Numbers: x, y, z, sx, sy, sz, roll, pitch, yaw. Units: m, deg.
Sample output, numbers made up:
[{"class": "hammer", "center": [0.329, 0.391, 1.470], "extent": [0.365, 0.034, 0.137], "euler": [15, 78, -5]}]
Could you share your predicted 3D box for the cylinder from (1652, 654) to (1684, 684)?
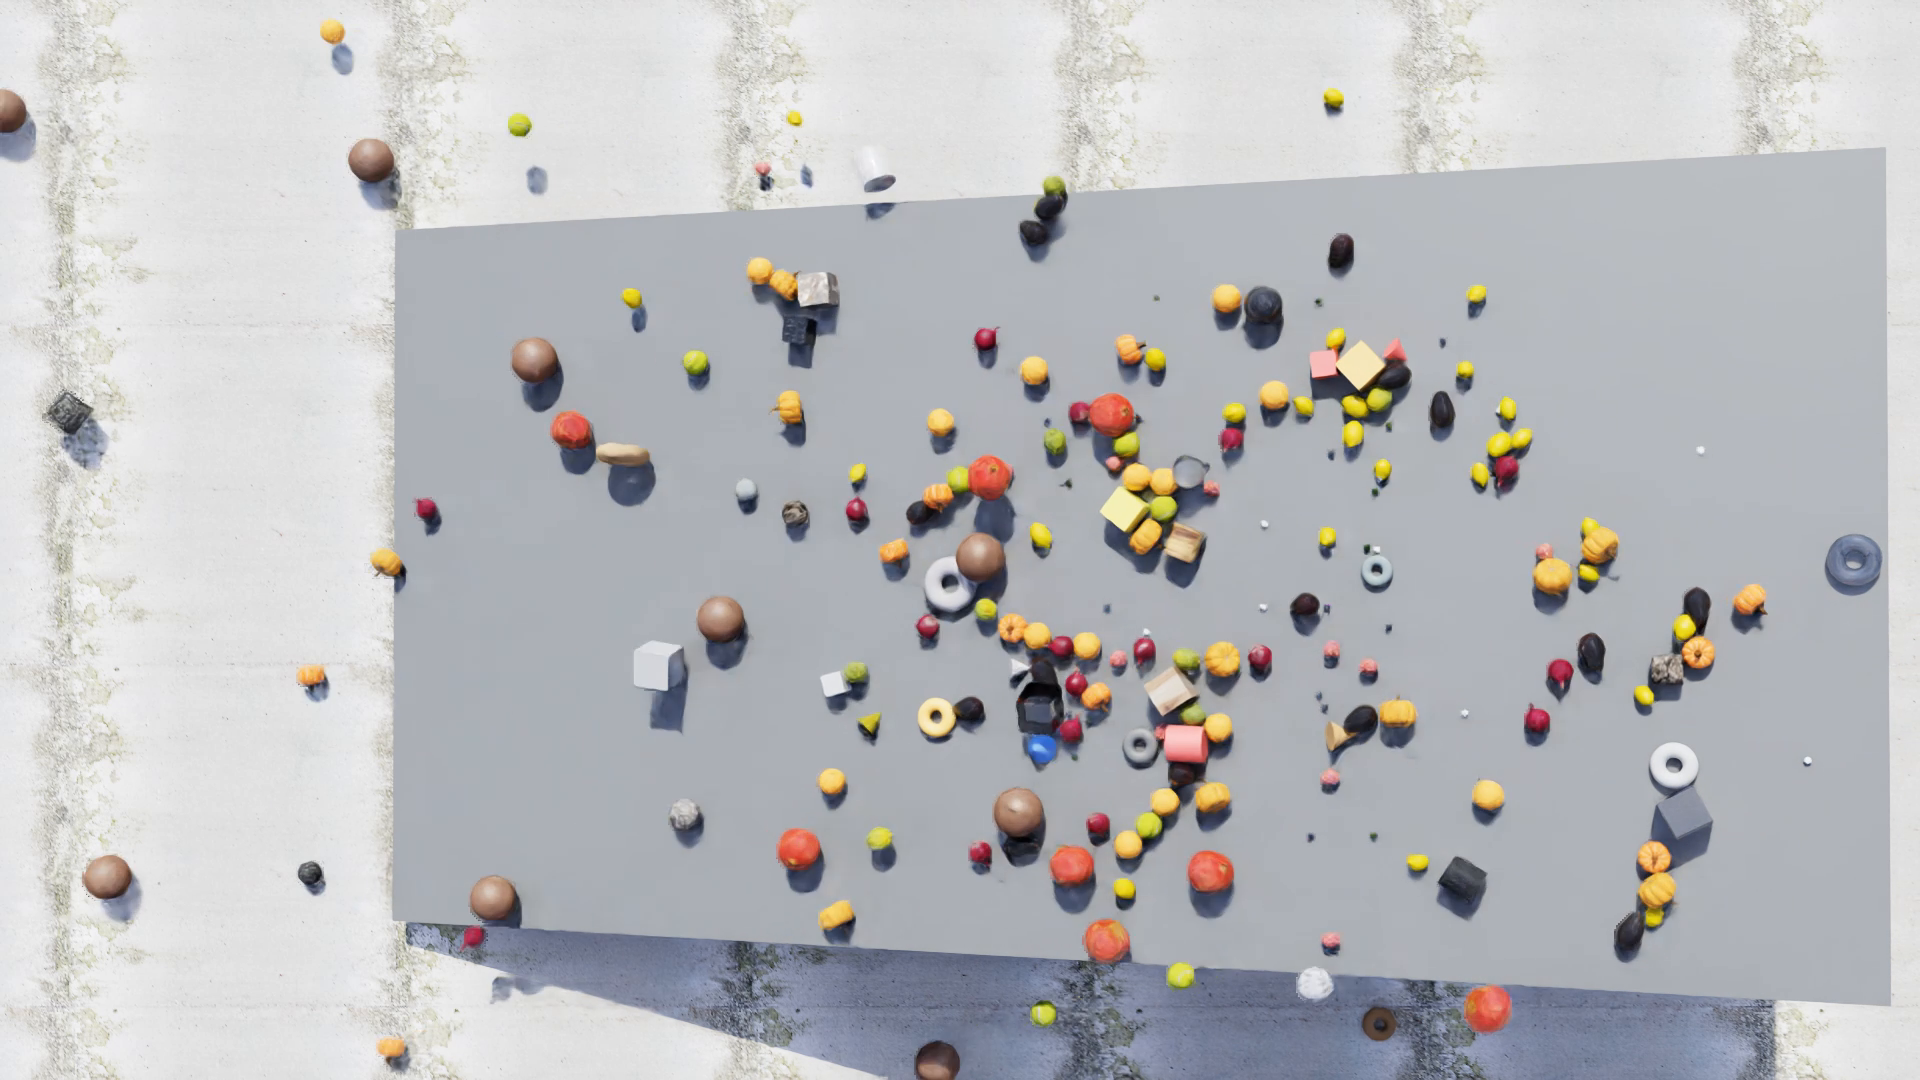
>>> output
[{"class": "cylinder", "center": [1.684, 0.309, 5.234], "extent": [0.070, 0.070, 0.070], "euler": [-2, 89, 18]}]

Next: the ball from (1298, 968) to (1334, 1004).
[{"class": "ball", "center": [0.886, 1.110, 5.482], "extent": [0.088, 0.088, 0.088], "euler": [0, 89, 0]}]

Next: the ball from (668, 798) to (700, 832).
[{"class": "ball", "center": [-0.754, 0.752, 6.019], "extent": [0.088, 0.088, 0.088], "euler": [0, 89, 0]}]

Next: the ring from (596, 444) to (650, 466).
[{"class": "ring", "center": [-0.928, -0.235, 6.056], "extent": [0.149, 0.149, 0.050], "euler": [4, 86, 0]}]

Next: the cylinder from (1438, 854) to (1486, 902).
[{"class": "cylinder", "center": [1.227, 0.826, 5.368], "extent": [0.087, 0.087, 0.087], "euler": [32, 89, 16]}]

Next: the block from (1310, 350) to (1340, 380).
[{"class": "block", "center": [0.914, -0.439, 5.501], "extent": [0.062, 0.062, 0.062], "euler": [-7, 87, 18]}]

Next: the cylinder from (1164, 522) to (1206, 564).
[{"class": "cylinder", "center": [0.571, 0.007, 5.596], "extent": [0.083, 0.083, 0.083], "euler": [20, 95, 0]}]

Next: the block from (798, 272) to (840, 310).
[{"class": "block", "center": [-0.380, -0.670, 5.918], "extent": [0.084, 0.084, 0.084], "euler": [-5, 88, 18]}]

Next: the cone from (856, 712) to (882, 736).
[{"class": "cone", "center": [-0.232, 0.481, 5.882], "extent": [0.066, 0.066, 0.066], "euler": [-41, 89, -14]}]

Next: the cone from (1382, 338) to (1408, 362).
[{"class": "cone", "center": [1.092, -0.461, 5.462], "extent": [0.058, 0.058, 0.058], "euler": [36, 89, -12]}]

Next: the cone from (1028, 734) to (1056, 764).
[{"class": "cone", "center": [0.203, 0.545, 5.714], "extent": [0.077, 0.077, 0.077], "euler": [0, 89, 18]}]

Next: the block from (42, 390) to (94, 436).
[{"class": "block", "center": [-2.588, -0.368, 6.380], "extent": [0.090, 0.090, 0.090], "euler": [39, 72, -24]}]

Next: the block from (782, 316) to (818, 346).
[{"class": "block", "center": [-0.434, -0.565, 5.943], "extent": [0.069, 0.069, 0.069], "euler": [6, 91, 18]}]

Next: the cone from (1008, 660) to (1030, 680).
[{"class": "cone", "center": [0.160, 0.338, 5.758], "extent": [0.055, 0.055, 0.055], "euler": [-5, 89, -16]}]

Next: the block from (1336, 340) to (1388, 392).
[{"class": "block", "center": [0.999, -0.431, 5.460], "extent": [0.087, 0.087, 0.087], "euler": [-44, 77, 13]}]

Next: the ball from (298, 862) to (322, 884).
[{"class": "ball", "center": [-1.897, 0.971, 6.415], "extent": [0.068, 0.068, 0.068], "euler": [0, 89, 0]}]

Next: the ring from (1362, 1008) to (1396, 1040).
[{"class": "ring", "center": [1.225, 1.415, 6.427], "extent": [0.098, 0.033, 0.098], "euler": [0, 90, 1]}]

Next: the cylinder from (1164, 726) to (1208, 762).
[{"class": "cylinder", "center": [0.576, 0.518, 5.583], "extent": [0.093, 0.093, 0.093], "euler": [1, 89, 18]}]

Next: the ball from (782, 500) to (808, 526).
[{"class": "ball", "center": [-0.446, -0.071, 5.939], "extent": [0.071, 0.071, 0.071], "euler": [0, 89, 0]}]

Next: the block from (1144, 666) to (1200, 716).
[{"class": "block", "center": [0.538, 0.383, 5.598], "extent": [0.091, 0.091, 0.091], "euler": [-35, 79, 15]}]

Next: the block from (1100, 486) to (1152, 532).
[{"class": "block", "center": [0.425, -0.079, 5.647], "extent": [0.083, 0.083, 0.083], "euler": [39, 101, 15]}]

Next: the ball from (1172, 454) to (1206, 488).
[{"class": "ball", "center": [0.578, -0.174, 5.569], "extent": [0.086, 0.086, 0.086], "euler": [0, 89, 0]}]

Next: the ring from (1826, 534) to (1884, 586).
[{"class": "ring", "center": [2.084, 0.046, 5.122], "extent": [0.123, 0.041, 0.123], "euler": [0, 90, 18]}]

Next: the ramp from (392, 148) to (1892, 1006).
[{"class": "ramp", "center": [0.277, 0.092, 5.789], "extent": [4.000, 0.100, 2.000], "euler": [0, 89, 18]}]

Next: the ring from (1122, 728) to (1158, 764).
[{"class": "ring", "center": [0.464, 0.529, 5.653], "extent": [0.094, 0.031, 0.094], "euler": [0, 89, 17]}]

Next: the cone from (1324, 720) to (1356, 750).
[{"class": "cone", "center": [0.959, 0.486, 5.489], "extent": [0.075, 0.075, 0.075], "euler": [-1, 89, -12]}]

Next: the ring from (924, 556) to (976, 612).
[{"class": "ring", "center": [-0.026, 0.117, 5.810], "extent": [0.146, 0.049, 0.146], "euler": [0, 90, 16]}]

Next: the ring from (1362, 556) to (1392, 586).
[{"class": "ring", "center": [1.038, 0.077, 5.472], "extent": [0.080, 0.027, 0.080], "euler": [-1, 87, 22]}]

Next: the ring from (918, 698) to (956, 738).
[{"class": "ring", "center": [-0.062, 0.470, 5.824], "extent": [0.105, 0.035, 0.105], "euler": [0, 91, 18]}]

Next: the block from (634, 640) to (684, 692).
[{"class": "block", "center": [-0.820, 0.343, 5.988], "extent": [0.100, 0.100, 0.100], "euler": [8, 105, 16]}]

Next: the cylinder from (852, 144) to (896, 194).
[{"class": "cylinder", "center": [-0.229, -0.990, 5.867], "extent": [0.092, 0.092, 0.092], "euler": [-19, 74, 0]}]

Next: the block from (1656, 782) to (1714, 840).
[{"class": "block", "center": [1.716, 0.642, 5.206], "extent": [0.095, 0.095, 0.095], "euler": [-30, 80, 16]}]

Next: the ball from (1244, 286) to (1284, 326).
[{"class": "ball", "center": [0.763, -0.591, 5.534], "extent": [0.099, 0.099, 0.099], "euler": [0, 89, 0]}]

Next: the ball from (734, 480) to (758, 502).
[{"class": "ball", "center": [-0.583, -0.135, 5.989], "extent": [0.062, 0.062, 0.062], "euler": [0, 89, 0]}]

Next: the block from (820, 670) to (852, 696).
[{"class": "block", "center": [-0.332, 0.385, 5.902], "extent": [0.057, 0.057, 0.057], "euler": [-17, 84, 17]}]

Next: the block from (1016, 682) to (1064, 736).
[{"class": "block", "center": [0.208, 0.437, 5.685], "extent": [0.093, 0.093, 0.093], "euler": [4, 120, 21]}]

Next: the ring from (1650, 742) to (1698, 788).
[{"class": "ring", "center": [1.702, 0.538, 5.242], "extent": [0.111, 0.037, 0.111], "euler": [0, 91, 22]}]
